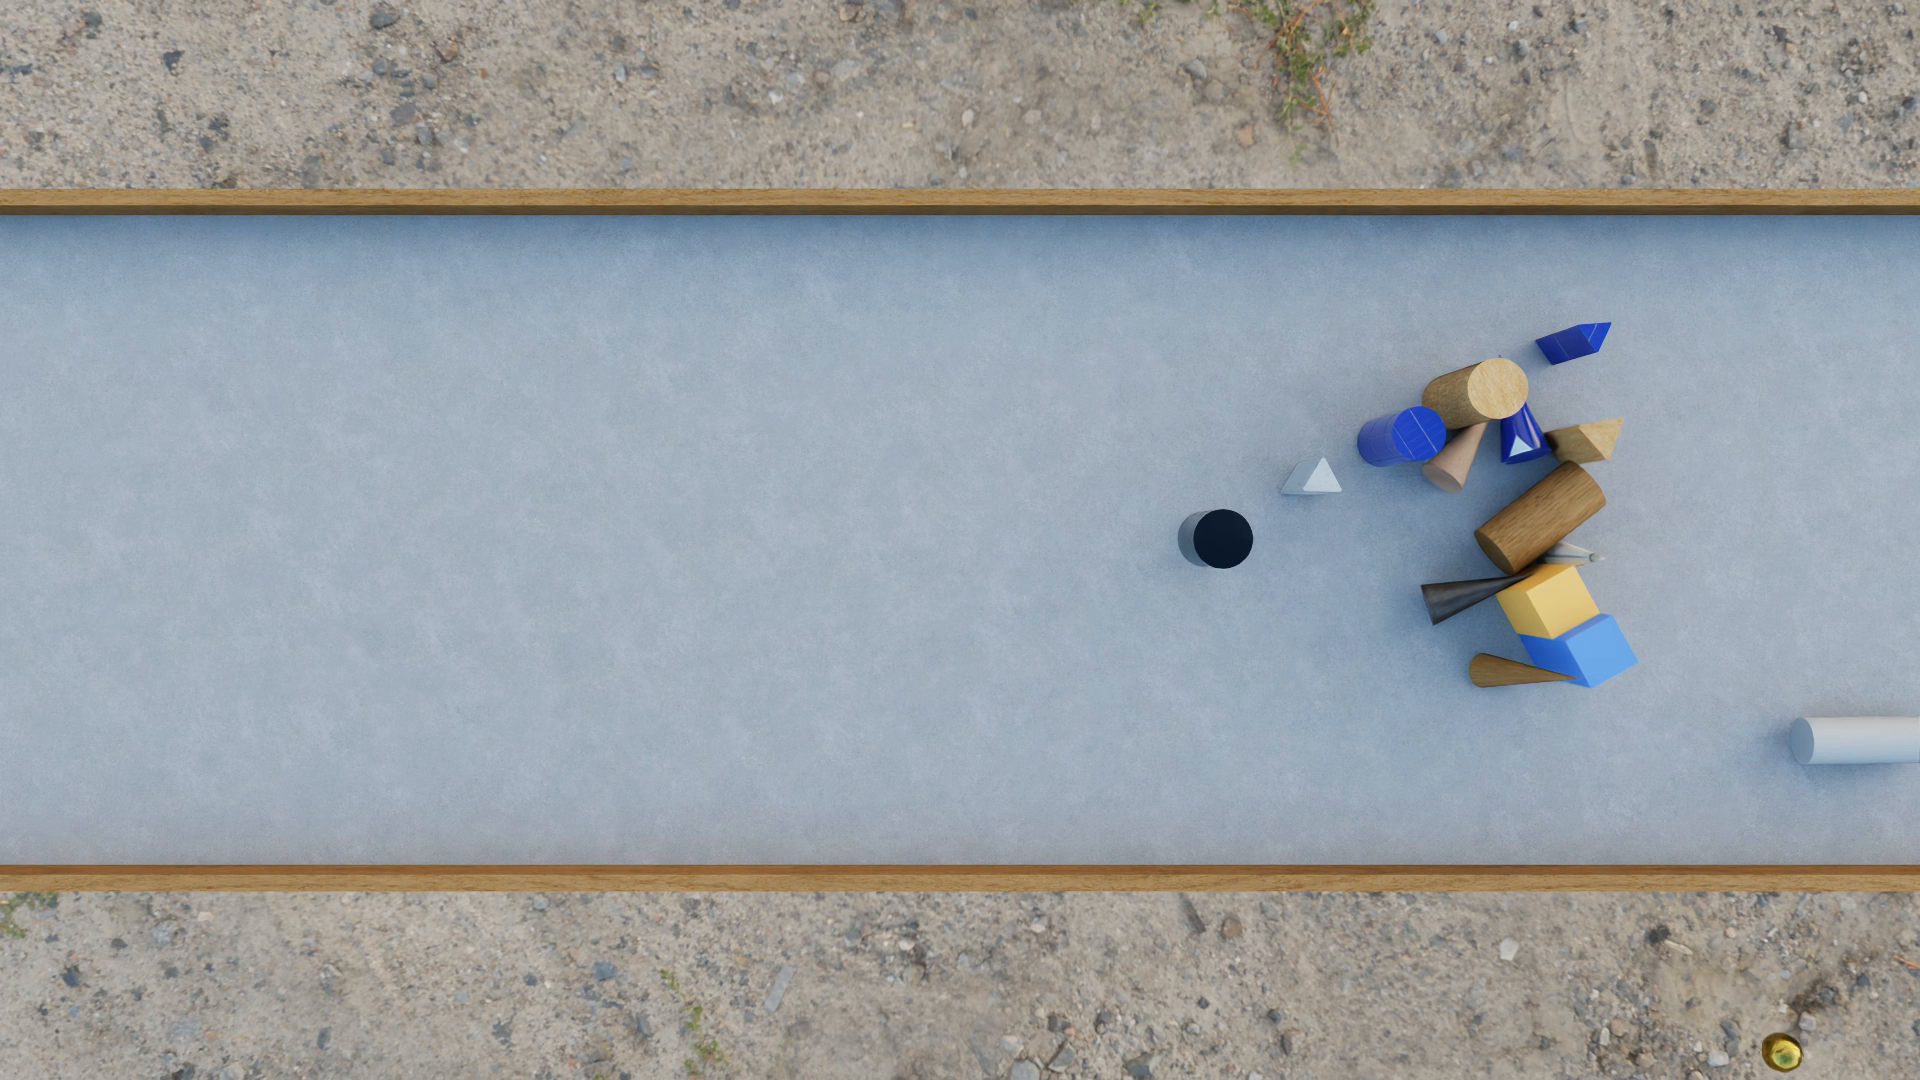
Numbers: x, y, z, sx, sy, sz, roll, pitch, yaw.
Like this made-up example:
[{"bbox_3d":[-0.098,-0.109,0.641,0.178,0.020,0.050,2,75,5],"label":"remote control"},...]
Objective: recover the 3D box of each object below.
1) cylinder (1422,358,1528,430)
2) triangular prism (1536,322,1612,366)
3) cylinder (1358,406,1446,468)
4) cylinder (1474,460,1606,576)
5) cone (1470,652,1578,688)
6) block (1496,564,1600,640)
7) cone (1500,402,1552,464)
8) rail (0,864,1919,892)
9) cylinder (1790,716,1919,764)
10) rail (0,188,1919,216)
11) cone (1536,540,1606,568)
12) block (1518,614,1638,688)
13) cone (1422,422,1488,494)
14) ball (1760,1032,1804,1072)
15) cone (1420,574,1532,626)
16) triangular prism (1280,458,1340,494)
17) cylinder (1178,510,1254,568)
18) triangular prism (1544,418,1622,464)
[{"bbox_3d":[1.507,-0.425,4.848,0.171,0.458,0.171,0,90,0],"label":"cylinder"},{"bbox_3d":[1.832,-0.599,4.900,0.081,0.353,0.094,-34,90,0],"label":"triangular prism"},{"bbox_3d":[1.300,-0.301,4.873,0.154,0.407,0.154,0,90,0],"label":"cylinder"},{"bbox_3d":[1.753,-0.065,4.988,0.347,0.177,0.177,-38,90,0],"label":"cylinder"},{"bbox_3d":[1.683,0.397,4.874,0.107,0.397,0.107,0,89,-24],"label":"cone"},{"bbox_3d":[1.743,0.180,4.922,0.158,0.308,0.158,-29,90,0],"label":"block"},{"bbox_3d":[1.690,-0.413,5.040,0.150,0.150,0.333,-11,77,0],"label":"cone"},{"bbox_3d":[-2.247,1.025,5.001,12.000,0.150,0.050,0,90,0],"label":"rail"},{"bbox_3d":[2.735,0.607,5.006,0.357,0.142,0.142,-1,90,0],"label":"cylinder"},{"bbox_3d":[-2.247,-1.025,5.002,12.000,0.150,0.050,0,90,0],"label":"rail"},{"bbox_3d":[1.829,0.051,4.866,0.109,0.422,0.109,0,90,0],"label":"cone"},{"bbox_3d":[1.820,0.316,4.876,0.154,0.400,0.154,-29,90,0],"label":"block"},{"bbox_3d":[1.559,-0.313,5.043,0.137,0.137,0.327,37,78,0],"label":"cone"},{"bbox_3d":[5.726,3.570,11.492,0.264,0.264,0.264,0,90,0],"label":"ball"},{"bbox_3d":[1.571,0.150,4.978,0.326,0.130,0.130,-18,90,12],"label":"cone"},{"bbox_3d":[1.043,-0.190,4.907,0.109,0.340,0.094,2,90,0],"label":"triangular prism"},{"bbox_3d":[0.755,-0.003,4.905,0.172,0.344,0.172,0,90,0],"label":"cylinder"},{"bbox_3d":[1.862,-0.313,4.906,0.112,0.340,0.129,-41,89,0],"label":"triangular prism"}]
